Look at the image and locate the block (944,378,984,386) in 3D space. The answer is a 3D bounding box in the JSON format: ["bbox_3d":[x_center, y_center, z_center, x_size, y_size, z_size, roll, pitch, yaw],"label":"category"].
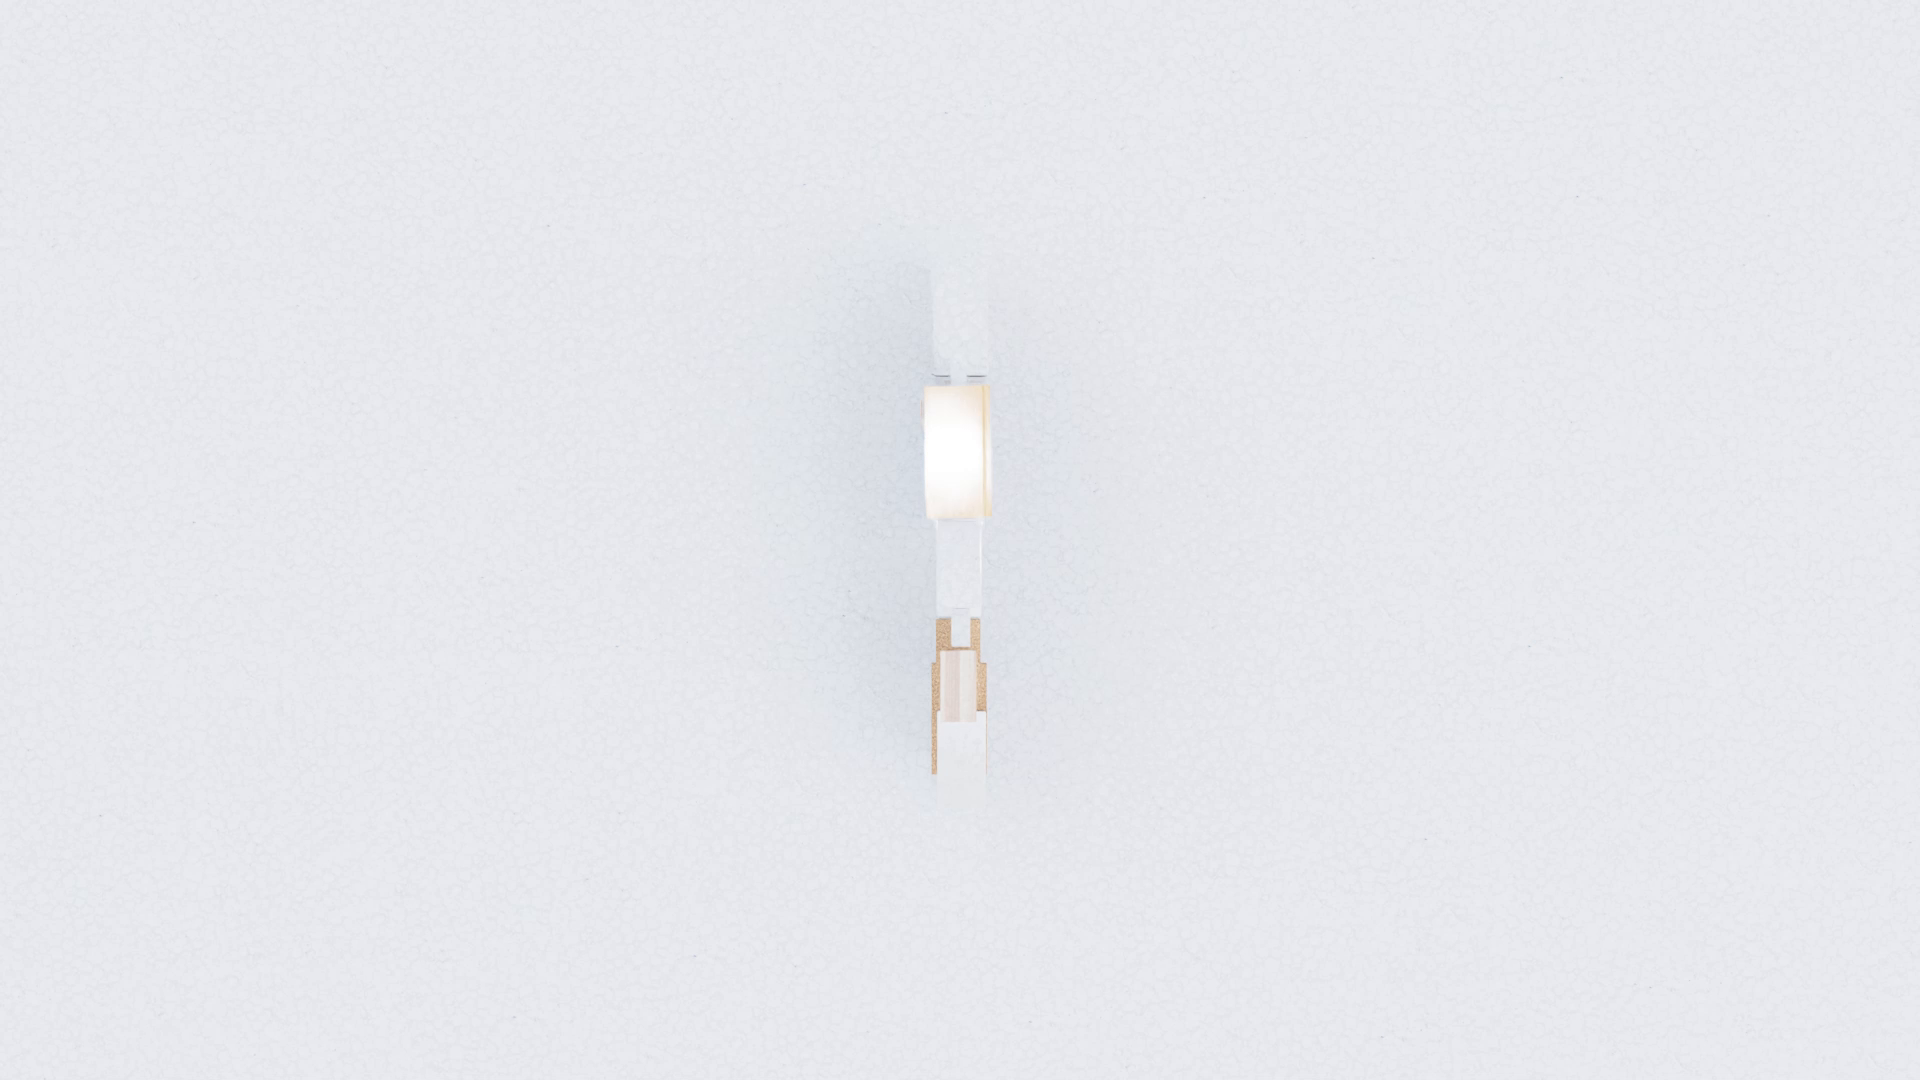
[{"bbox_3d":[0.006,-0.381,5.224,0.129,0.036,0.257,3,90,0],"label":"block"}]

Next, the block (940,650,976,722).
[{"bbox_3d":[-0.005,0.407,4.598,0.099,0.028,0.198,0,90,0],"label":"block"}]

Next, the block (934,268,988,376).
[{"bbox_3d":[0.002,-0.627,4.764,0.153,0.043,0.306,0,90,0],"label":"block"}]

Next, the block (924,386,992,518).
[{"bbox_3d":[-0.005,-0.237,4.452,0.176,0.050,0.353,-1,91,0],"label":"block"}]

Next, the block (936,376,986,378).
[{"bbox_3d":[0.002,-0.525,4.939,0.153,0.306,0.043,0,90,0],"label":"block"}]

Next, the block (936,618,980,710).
[{"bbox_3d":[-0.005,0.363,4.829,0.130,0.037,0.261,0,90,0],"label":"block"}]

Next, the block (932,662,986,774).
[{"bbox_3d":[-0.003,0.555,5.133,0.171,0.049,0.343,0,90,0],"label":"block"}]

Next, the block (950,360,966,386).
[{"bbox_3d":[-0.004,-0.462,4.644,0.045,0.013,0.090,1,87,0],"label":"block"}]

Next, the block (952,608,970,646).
[{"bbox_3d":[0.003,0.249,4.695,0.054,0.015,0.108,0,90,0],"label":"block"}]

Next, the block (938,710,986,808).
[{"bbox_3d":[0.005,0.639,4.807,0.141,0.040,0.282,0,90,0],"label":"block"}]

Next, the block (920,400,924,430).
[{"bbox_3d":[-0.022,-0.355,4.654,0.176,0.353,0.050,-4,89,-2],"label":"block"}]

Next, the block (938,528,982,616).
[{"bbox_3d":[-0.002,0.097,4.917,0.130,0.037,0.260,0,90,0],"label":"block"}]

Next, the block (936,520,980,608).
[{"bbox_3d":[-0.004,0.068,4.638,0.122,0.035,0.244,0,90,0],"label":"block"}]

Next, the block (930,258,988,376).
[{"bbox_3d":[0.000,-0.692,5.117,0.179,0.051,0.357,0,90,0],"label":"block"}]

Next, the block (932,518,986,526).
[{"bbox_3d":[-0.007,-0.200,4.856,0.158,0.045,0.317,-1,90,0],"label":"block"}]

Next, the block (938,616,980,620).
[{"bbox_3d":[-0.003,0.250,5.225,0.128,0.036,0.256,0,90,0],"label":"block"}]
